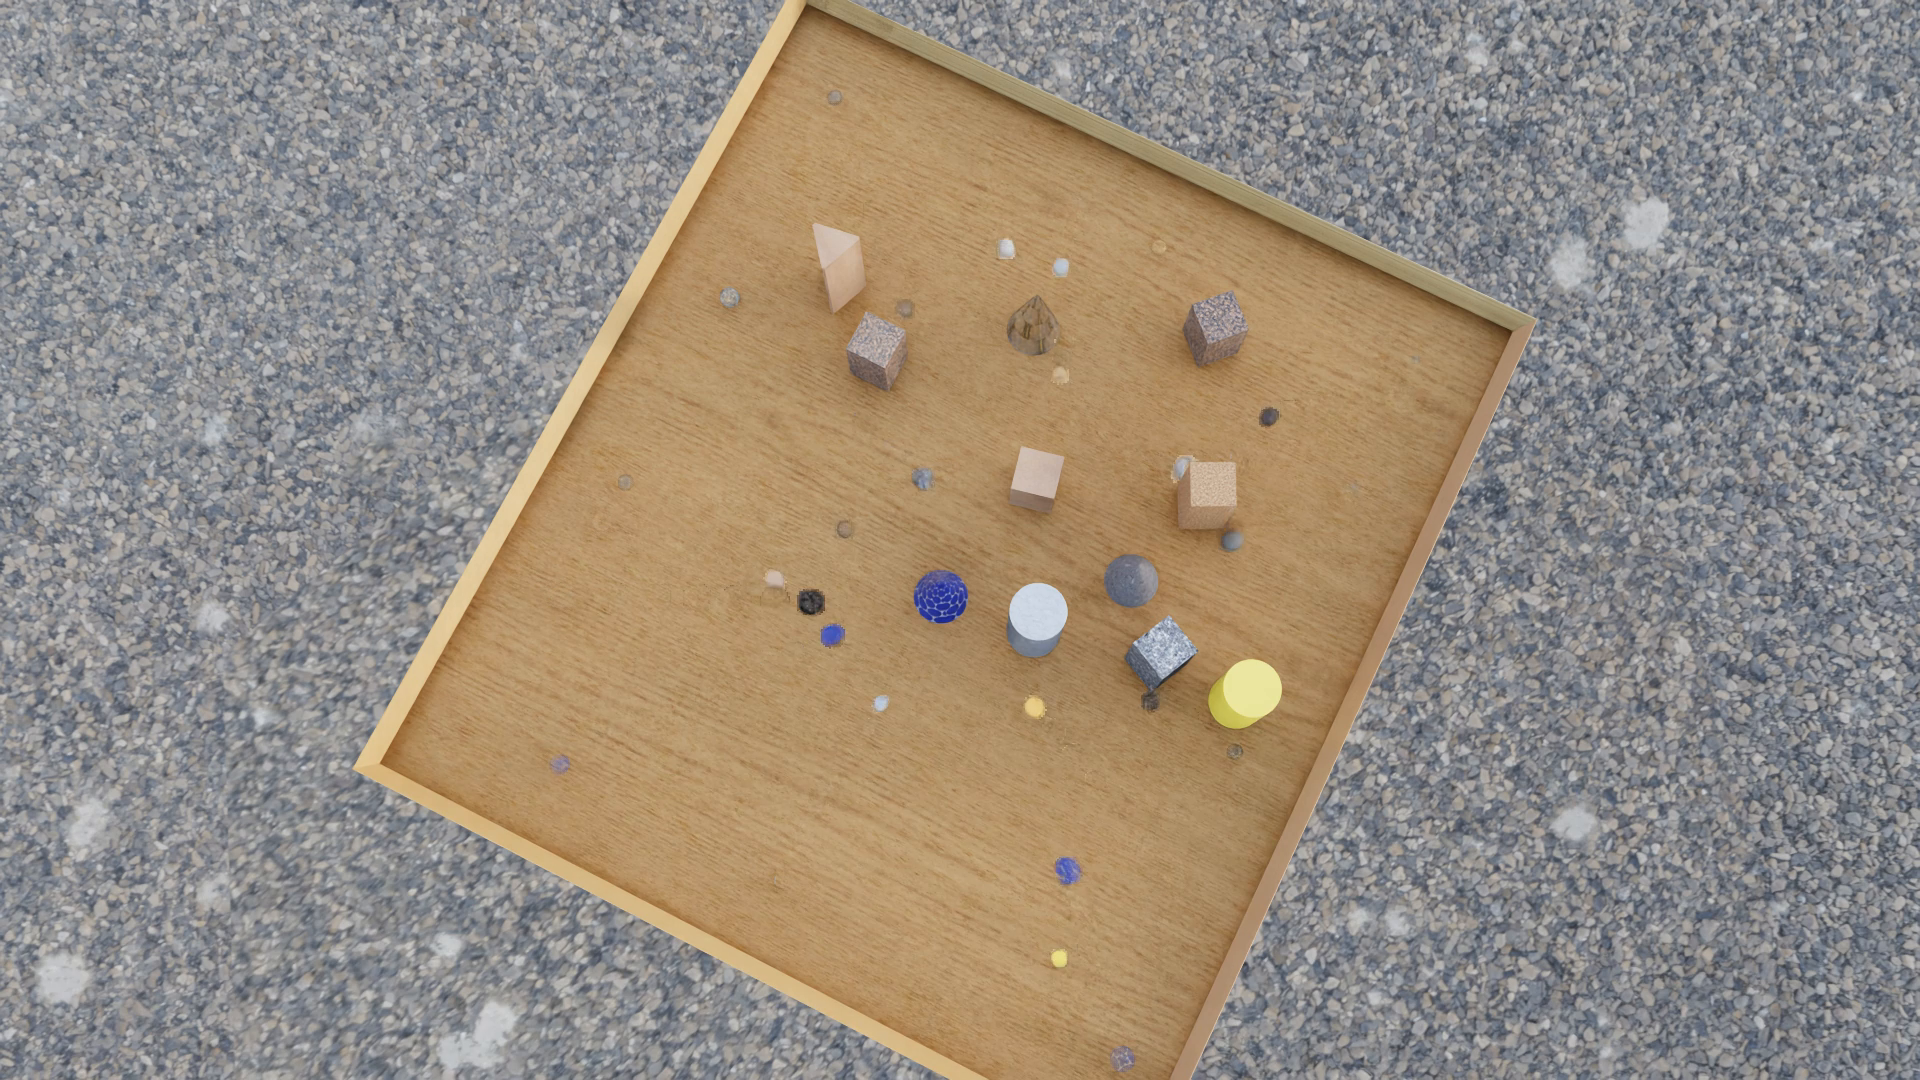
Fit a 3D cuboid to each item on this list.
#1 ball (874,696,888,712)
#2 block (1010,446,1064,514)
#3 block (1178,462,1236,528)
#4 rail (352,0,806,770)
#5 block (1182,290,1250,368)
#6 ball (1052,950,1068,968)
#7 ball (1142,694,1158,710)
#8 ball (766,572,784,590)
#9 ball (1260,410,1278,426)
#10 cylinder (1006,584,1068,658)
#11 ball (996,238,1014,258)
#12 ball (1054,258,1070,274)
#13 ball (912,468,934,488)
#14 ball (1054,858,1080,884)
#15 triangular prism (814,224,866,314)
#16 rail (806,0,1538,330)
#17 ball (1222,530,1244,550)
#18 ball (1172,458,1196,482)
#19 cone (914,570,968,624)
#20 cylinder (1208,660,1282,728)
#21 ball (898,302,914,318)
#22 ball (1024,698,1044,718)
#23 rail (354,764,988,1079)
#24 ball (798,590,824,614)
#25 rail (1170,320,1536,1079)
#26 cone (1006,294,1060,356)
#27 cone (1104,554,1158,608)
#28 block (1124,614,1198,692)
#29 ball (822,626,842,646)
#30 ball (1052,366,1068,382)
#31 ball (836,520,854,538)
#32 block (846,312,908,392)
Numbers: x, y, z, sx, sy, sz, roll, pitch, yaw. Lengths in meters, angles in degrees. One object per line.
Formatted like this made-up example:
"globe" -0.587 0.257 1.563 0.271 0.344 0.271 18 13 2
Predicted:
"ball" -0.237 0.492 5.492 0.044 0.044 0.044 0 78 0
"block" 0.231 -0.179 5.547 0.133 0.208 0.133 14 79 3
"block" 0.737 -0.131 5.482 0.133 0.315 0.133 0 78 0
"rail" -1.127 -0.546 5.673 0.045 0.108 2.827 26 80 5
"block" 0.783 -0.647 5.627 0.133 0.239 0.133 -20 79 -4
"ball" 0.290 1.220 5.340 0.048 0.048 0.048 0 78 0
"ball" 0.570 0.484 5.491 0.049 0.049 0.049 0 78 0
"ball" -0.562 0.122 5.563 0.055 0.055 0.055 0 78 0
"ball" 0.956 -0.378 5.668 0.051 0.051 0.051 0 78 0
"cylinder" 0.223 0.239 5.387 0.166 0.351 0.166 0 78 0
"ball" 0.144 -0.920 5.776 0.057 0.057 0.057 0 78 0
"ball" 0.319 -0.861 5.767 0.052 0.052 0.052 0 78 0
"ball" -0.113 -0.188 5.622 0.064 0.064 0.064 0 78 0
"ball" 0.316 0.971 5.377 0.075 0.075 0.075 0 78 0
"triangular prism" -0.390 -0.845 5.582 0.144 0.408 0.124 -42 81 -8
"rail" 0.621 -1.212 5.810 2.568 0.108 0.045 26 80 5
"ball" 0.832 0.001 5.583 0.065 0.065 0.065 0 78 0
"ball" 0.691 -0.213 5.618 0.083 0.083 0.083 0 78 0
"cone" -0.058 0.146 5.454 0.166 0.257 0.166 0 78 0
"cylinder" 0.830 0.453 5.359 0.166 0.320 0.166 0 78 0
"ball" -0.171 -0.722 5.738 0.052 0.052 0.052 0 78 0
"ball" 0.222 0.500 5.483 0.059 0.059 0.059 0 78 0
"rail" -0.621 1.223 5.308 2.568 0.108 0.045 26 80 5
"ball" -0.451 0.188 5.539 0.076 0.076 0.076 0 78 0
"rail" 1.127 0.558 5.445 0.045 0.108 2.827 26 80 5
"cone" 0.230 -0.693 5.583 0.166 0.344 0.166 0 78 0
"cone" 0.522 0.098 5.461 0.166 0.263 0.166 0 78 0
"block" 0.588 0.337 5.388 0.133 0.310 0.133 -37 81 -7
"ball" -0.385 0.288 5.525 0.062 0.062 0.062 0 78 0
"ball" 0.309 -0.514 5.681 0.047 0.047 0.047 0 78 0
"ball" -0.351 -0.032 5.596 0.052 0.052 0.052 0 78 0
"block" -0.252 -0.574 5.605 0.133 0.253 0.133 27 80 5
